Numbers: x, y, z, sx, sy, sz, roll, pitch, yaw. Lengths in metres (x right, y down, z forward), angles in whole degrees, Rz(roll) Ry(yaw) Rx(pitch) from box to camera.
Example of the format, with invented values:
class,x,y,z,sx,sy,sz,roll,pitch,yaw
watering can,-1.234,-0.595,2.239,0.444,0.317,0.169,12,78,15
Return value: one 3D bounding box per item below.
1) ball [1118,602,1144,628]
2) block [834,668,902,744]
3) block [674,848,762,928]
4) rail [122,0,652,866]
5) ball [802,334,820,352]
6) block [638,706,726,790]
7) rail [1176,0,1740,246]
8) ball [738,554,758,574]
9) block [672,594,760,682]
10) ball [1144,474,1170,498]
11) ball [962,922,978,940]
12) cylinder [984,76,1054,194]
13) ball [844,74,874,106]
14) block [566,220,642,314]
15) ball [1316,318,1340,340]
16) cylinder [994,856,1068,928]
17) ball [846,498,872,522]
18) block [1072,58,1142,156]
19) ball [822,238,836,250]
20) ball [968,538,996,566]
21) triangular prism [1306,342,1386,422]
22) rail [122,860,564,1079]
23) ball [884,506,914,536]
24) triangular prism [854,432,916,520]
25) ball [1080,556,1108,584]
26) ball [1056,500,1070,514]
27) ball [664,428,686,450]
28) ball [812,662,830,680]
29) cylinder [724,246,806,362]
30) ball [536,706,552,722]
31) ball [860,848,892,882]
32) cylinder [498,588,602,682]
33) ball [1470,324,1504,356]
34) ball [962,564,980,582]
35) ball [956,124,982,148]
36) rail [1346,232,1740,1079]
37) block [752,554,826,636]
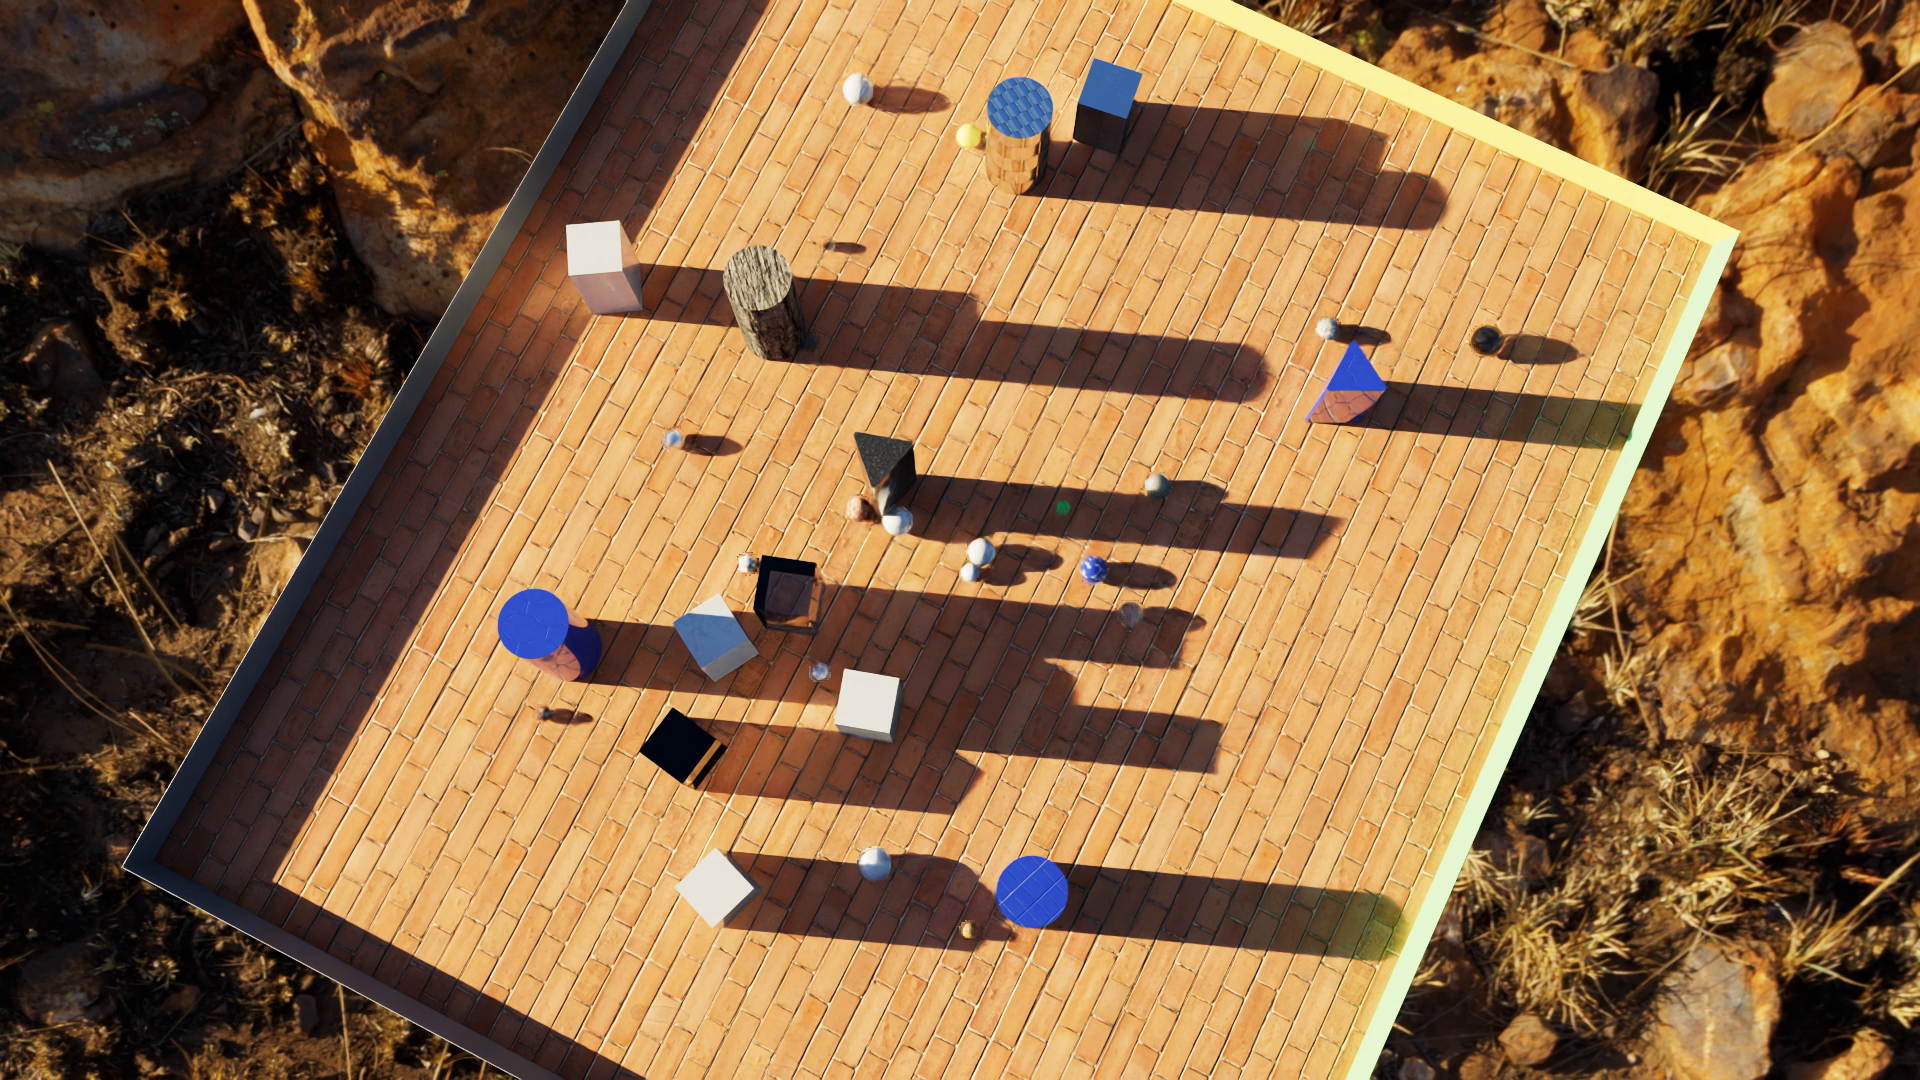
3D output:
class,x,y,z,sx,sy,sz,roll,pitch,yaw
ball,0.515,0.224,5.530,0.078,0.078,0.078,0,78,0
block,-0.264,0.489,5.350,0.158,0.323,0.158,10,78,2
block,-0.693,1.004,5.282,0.158,0.248,0.158,-44,82,-8
rail,-1.527,-0.741,5.703,0.045,0.129,3.903,26,80,5
ball,-0.466,-0.616,5.714,0.055,0.055,0.055,0,78,0
block,-0.806,0.613,5.358,0.158,0.258,0.158,36,81,7
rail,0.862,-1.681,5.898,3.463,0.129,0.045,26,80,5
ball,-0.646,0.073,5.572,0.057,0.057,0.057,0,78,0
block,-0.717,0.291,5.401,0.158,0.305,0.158,-33,80,-6
ball,0.604,-0.167,5.613,0.075,0.075,0.075,0,78,0
ball,0.028,1.142,5.356,0.047,0.047,0.047,0,78,0
cylinder,0.179,-1.241,5.654,0.198,0.429,0.198,0,78,0
ball,-0.324,-1.441,5.865,0.099,0.099,0.099,0,78,0
block,-1.084,-0.829,5.606,0.158,0.357,0.158,-5,78,-1
ball,1.149,-0.658,5.718,0.069,0.069,0.069,0,78,0
cylinder,0.200,1.007,5.234,0.198,0.341,0.198,0,78,0
ball,-0.309,-0.092,5.597,0.077,0.077,0.077,0,78,0
block,0.461,-1.359,5.758,0.158,0.274,0.158,19,79,4
ball,-0.415,-0.936,5.790,0.041,0.041,0.041,0,78,0
ball,0.066,0.036,5.566,0.084,0.084,0.084,0,78,0
triangular prism,1.157,-0.477,5.537,0.172,0.350,0.149,0,78,0
rail,-0.862,1.695,5.199,3.463,0.129,0.045,26,80,5
ball,-0.188,-0.059,5.577,0.092,0.092,0.092,0,78,0
triangular prism,-0.246,-0.215,5.436,0.149,0.440,0.172,40,81,8
ball,0.406,0.090,5.554,0.086,0.086,0.086,0,78,0
ball,0.317,-0.101,5.615,0.044,0.044,0.044,0,78,0
ball,-0.879,-0.309,5.646,0.068,0.068,0.068,0,78,0
ball,-0.420,0.396,5.506,0.056,0.056,0.056,0,78,0
cylinder,-0.583,-0.706,5.514,0.198,0.488,0.198,0,78,0
ball,-1.245,0.521,5.484,0.048,0.048,0.048,0,78,0
ball,-0.247,0.952,5.371,0.095,0.095,0.095,0,78,0
cylinder,-1.183,0.281,5.312,0.198,0.482,0.198,0,78,0
ball,1.639,-0.619,5.694,0.099,0.099,0.099,0,78,0
ball,0.032,0.099,5.567,0.058,0.058,0.058,0,78,0
ball,0.029,-1.289,5.843,0.078,0.078,0.078,0,78,0
rail,1.527,0.755,5.394,0.045,0.129,3.903,26,80,5
block,-0.498,0.168,5.394,0.158,0.368,0.158,8,78,2
